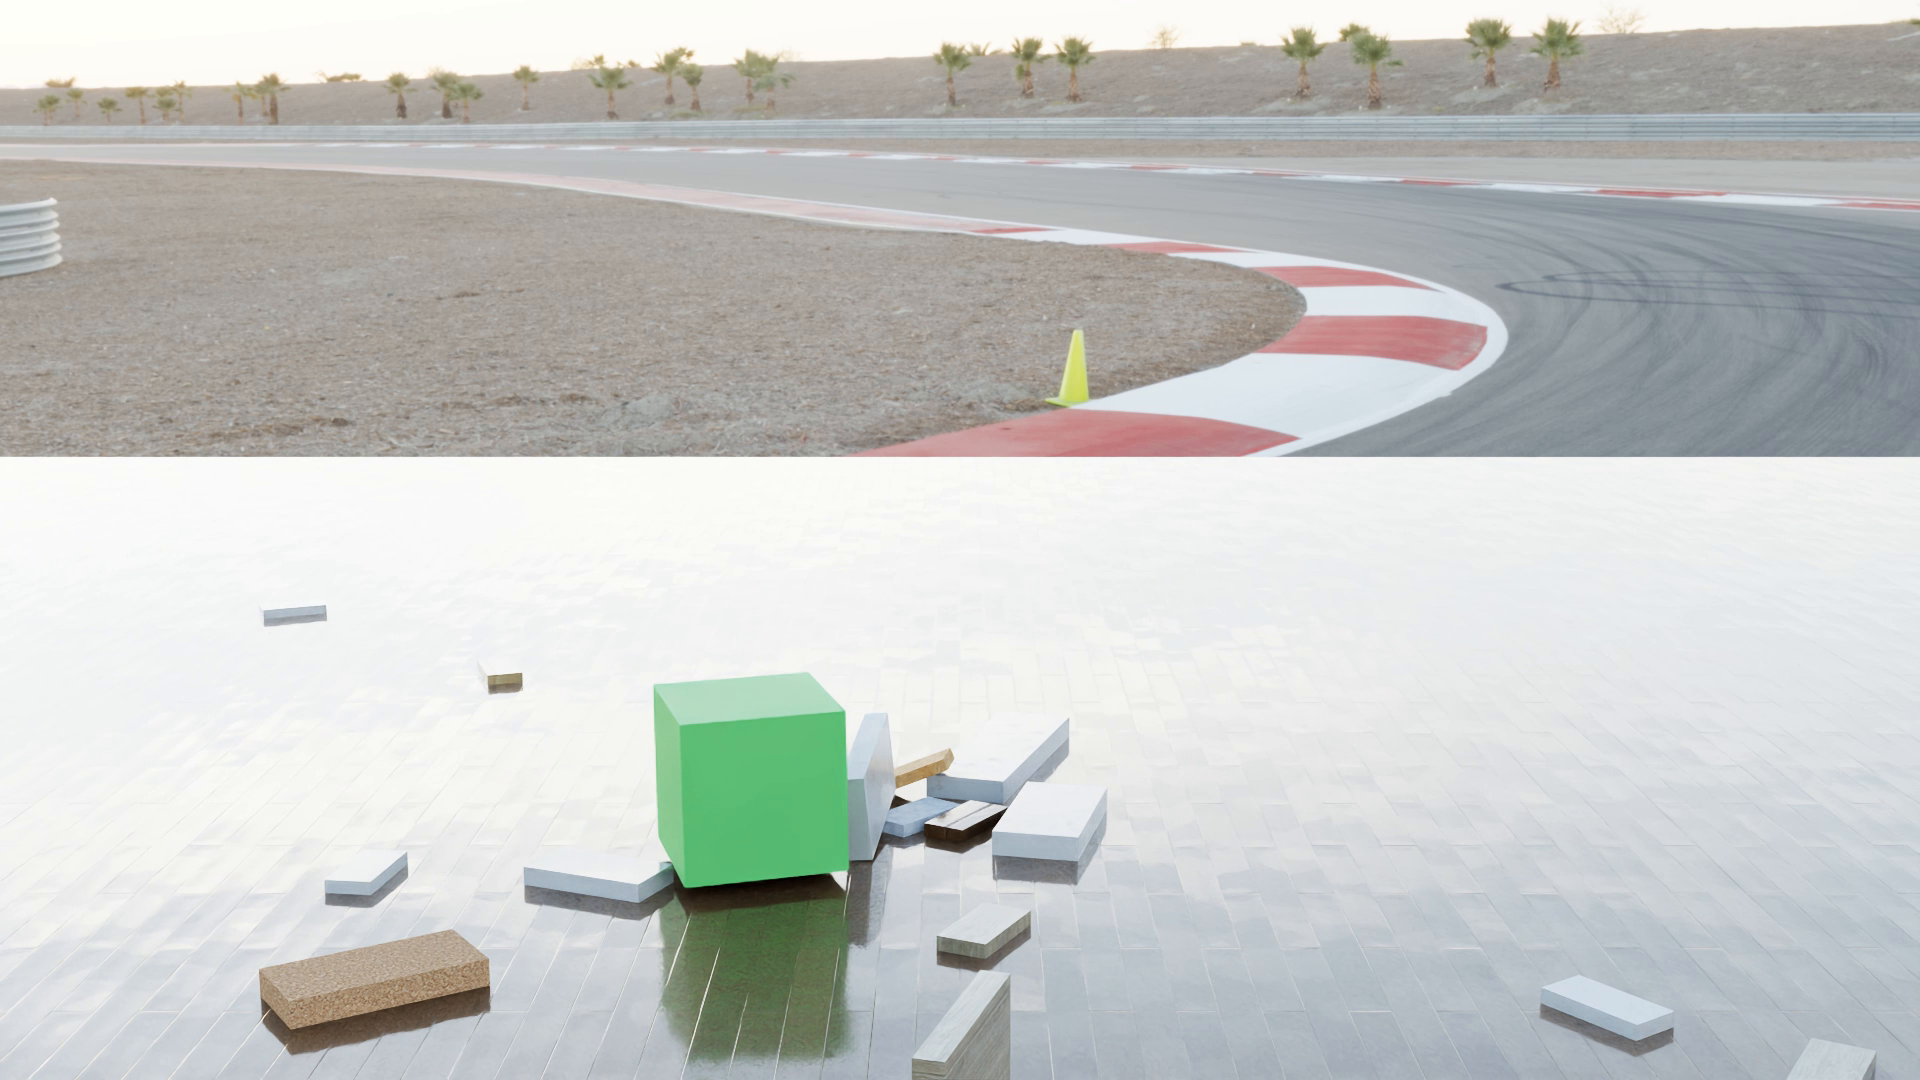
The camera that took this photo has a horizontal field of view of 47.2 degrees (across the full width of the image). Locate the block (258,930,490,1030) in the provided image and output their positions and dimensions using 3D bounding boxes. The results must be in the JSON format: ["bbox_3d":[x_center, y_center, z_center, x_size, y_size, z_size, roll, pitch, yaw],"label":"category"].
[{"bbox_3d":[-0.865,0.646,3.251,0.297,0.042,0.148,-7,13,-33],"label":"block"}]

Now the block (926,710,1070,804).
[{"bbox_3d":[0.083,0.430,4.409,0.153,0.043,0.492,3,11,17],"label":"block"}]

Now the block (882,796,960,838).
[{"bbox_3d":[-0.080,0.508,4.045,0.081,0.023,0.162,9,14,39],"label":"block"}]

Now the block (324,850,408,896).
[{"bbox_3d":[-1.010,0.565,3.743,0.081,0.023,0.161,1,11,8],"label":"block"}]

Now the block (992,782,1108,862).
[{"bbox_3d":[0.166,0.508,3.991,0.153,0.043,0.307,2,11,13],"label":"block"}]

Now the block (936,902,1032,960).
[{"bbox_3d":[0.039,0.615,3.469,0.084,0.024,0.168,5,12,26],"label":"block"}]

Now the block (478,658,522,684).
[{"bbox_3d":[-1.075,0.306,5.138,0.081,0.023,0.161,-4,11,-20],"label":"block"}]

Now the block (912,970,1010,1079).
[{"bbox_3d":[0.005,0.675,2.806,0.042,0.148,0.297,3,11,16],"label":"block"}]

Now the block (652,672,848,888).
[{"bbox_3d":[-0.362,0.405,3.776,0.279,0.279,0.279,-4,11,-16],"label":"block"}]

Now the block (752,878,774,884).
[{"bbox_3d":[-0.363,0.554,3.801,0.081,0.023,0.161,-8,13,-35],"label":"block"}]

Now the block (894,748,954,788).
[{"bbox_3d":[-0.094,0.446,4.213,0.162,0.023,0.081,-21,6,13],"label":"block"}]

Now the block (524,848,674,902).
[{"bbox_3d":[-0.610,0.565,3.716,0.225,0.032,0.113,5,11,23],"label":"block"}]

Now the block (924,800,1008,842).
[{"bbox_3d":[0.012,0.513,4.019,0.081,0.023,0.162,6,12,31],"label":"block"}]

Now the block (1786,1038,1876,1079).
[{"bbox_3d":[1.163,0.714,2.937,0.084,0.024,0.168,7,12,32],"label":"block"}]

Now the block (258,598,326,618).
[{"bbox_3d":[-1.762,0.181,5.807,0.161,0.023,0.081,-5,12,-24],"label":"block"}]

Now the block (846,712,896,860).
[{"bbox_3d":[-0.164,0.439,3.955,0.043,0.153,0.307,-3,17,7],"label":"block"}]

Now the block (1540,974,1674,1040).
[{"bbox_3d":[0.930,0.672,3.163,0.084,0.024,0.168,-7,13,-35],"label":"block"}]
